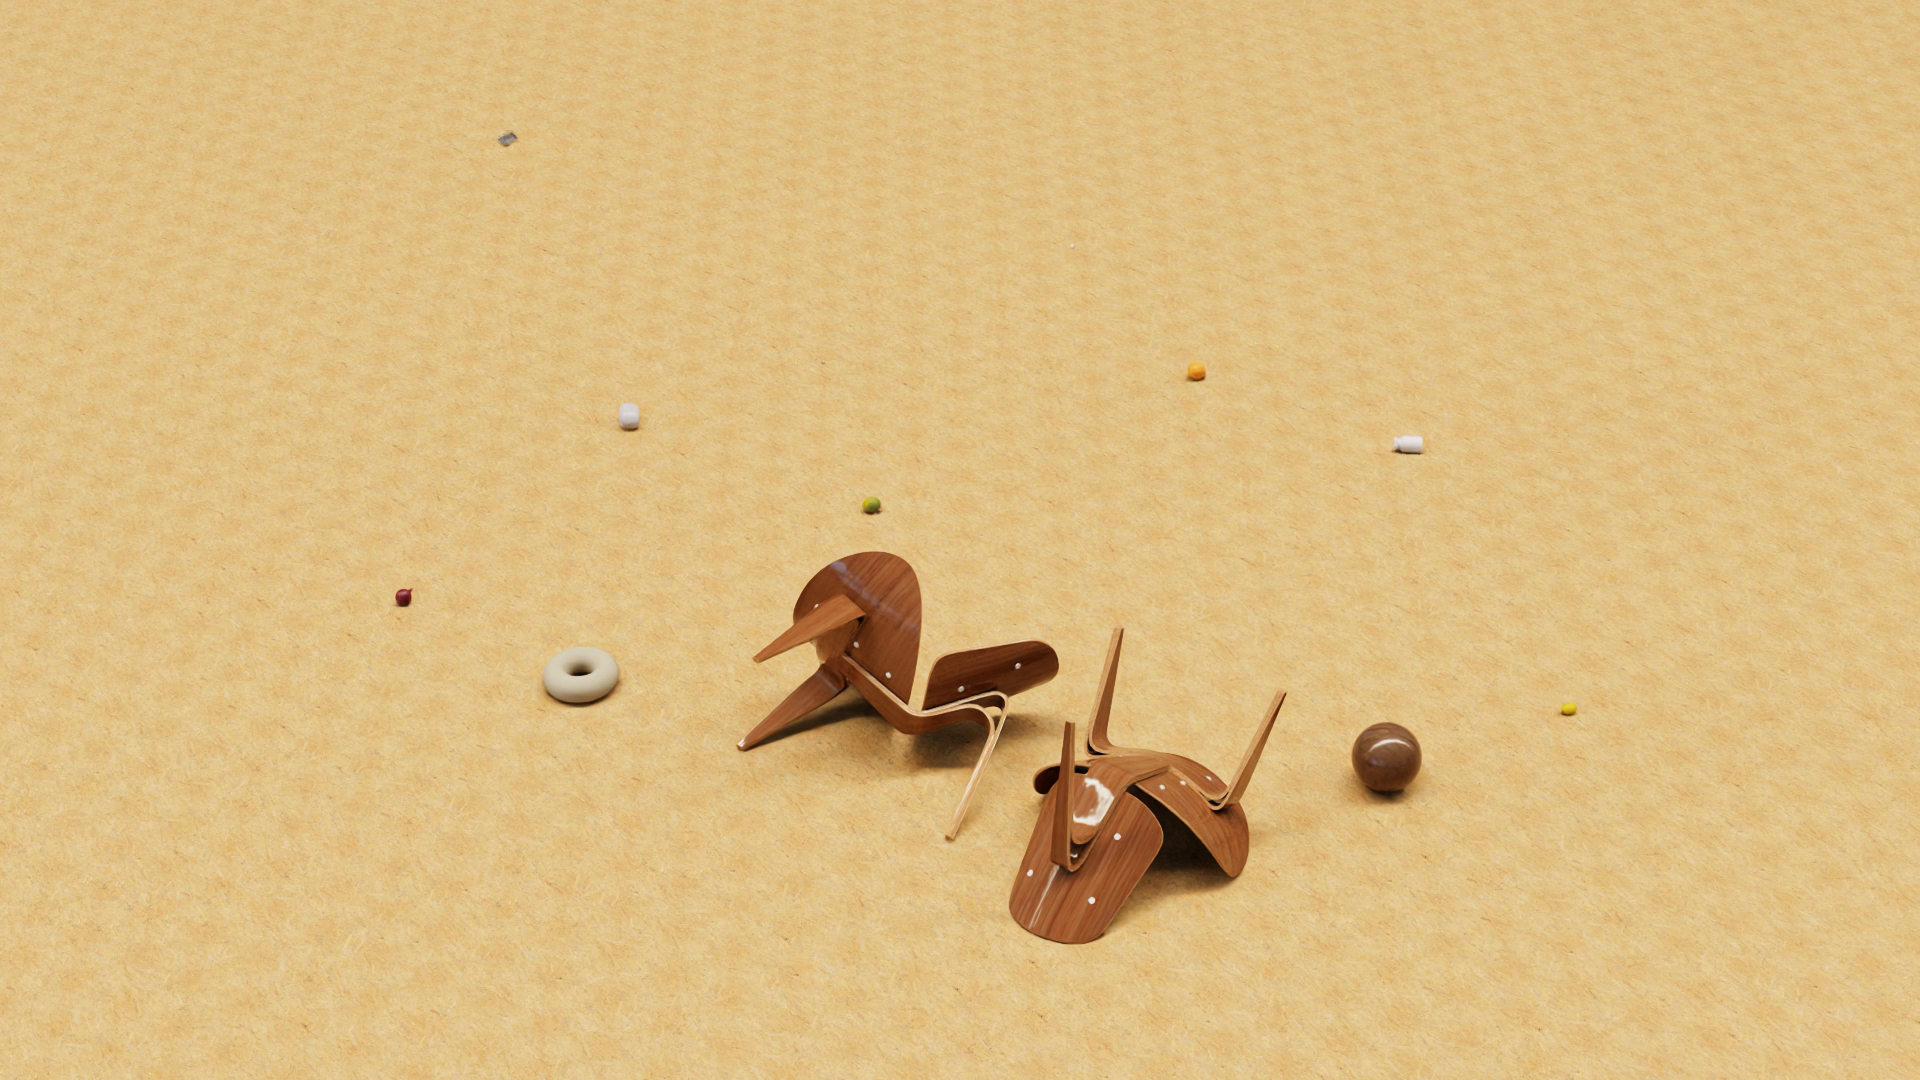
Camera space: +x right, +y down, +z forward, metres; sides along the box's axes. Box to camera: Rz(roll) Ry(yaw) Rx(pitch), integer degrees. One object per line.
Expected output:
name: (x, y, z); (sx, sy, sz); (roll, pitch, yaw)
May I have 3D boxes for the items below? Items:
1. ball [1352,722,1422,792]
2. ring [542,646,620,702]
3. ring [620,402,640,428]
ball: (1.405, 0.714, 9.649); (0.232, 0.232, 0.232); (0, 33, 0)
ring: (-1.313, 0.466, 10.155); (0.264, 0.092, 0.272); (9, 34, 16)
ring: (-1.310, -0.492, 11.618); (0.074, 0.083, 0.121); (-1, 46, -11)
